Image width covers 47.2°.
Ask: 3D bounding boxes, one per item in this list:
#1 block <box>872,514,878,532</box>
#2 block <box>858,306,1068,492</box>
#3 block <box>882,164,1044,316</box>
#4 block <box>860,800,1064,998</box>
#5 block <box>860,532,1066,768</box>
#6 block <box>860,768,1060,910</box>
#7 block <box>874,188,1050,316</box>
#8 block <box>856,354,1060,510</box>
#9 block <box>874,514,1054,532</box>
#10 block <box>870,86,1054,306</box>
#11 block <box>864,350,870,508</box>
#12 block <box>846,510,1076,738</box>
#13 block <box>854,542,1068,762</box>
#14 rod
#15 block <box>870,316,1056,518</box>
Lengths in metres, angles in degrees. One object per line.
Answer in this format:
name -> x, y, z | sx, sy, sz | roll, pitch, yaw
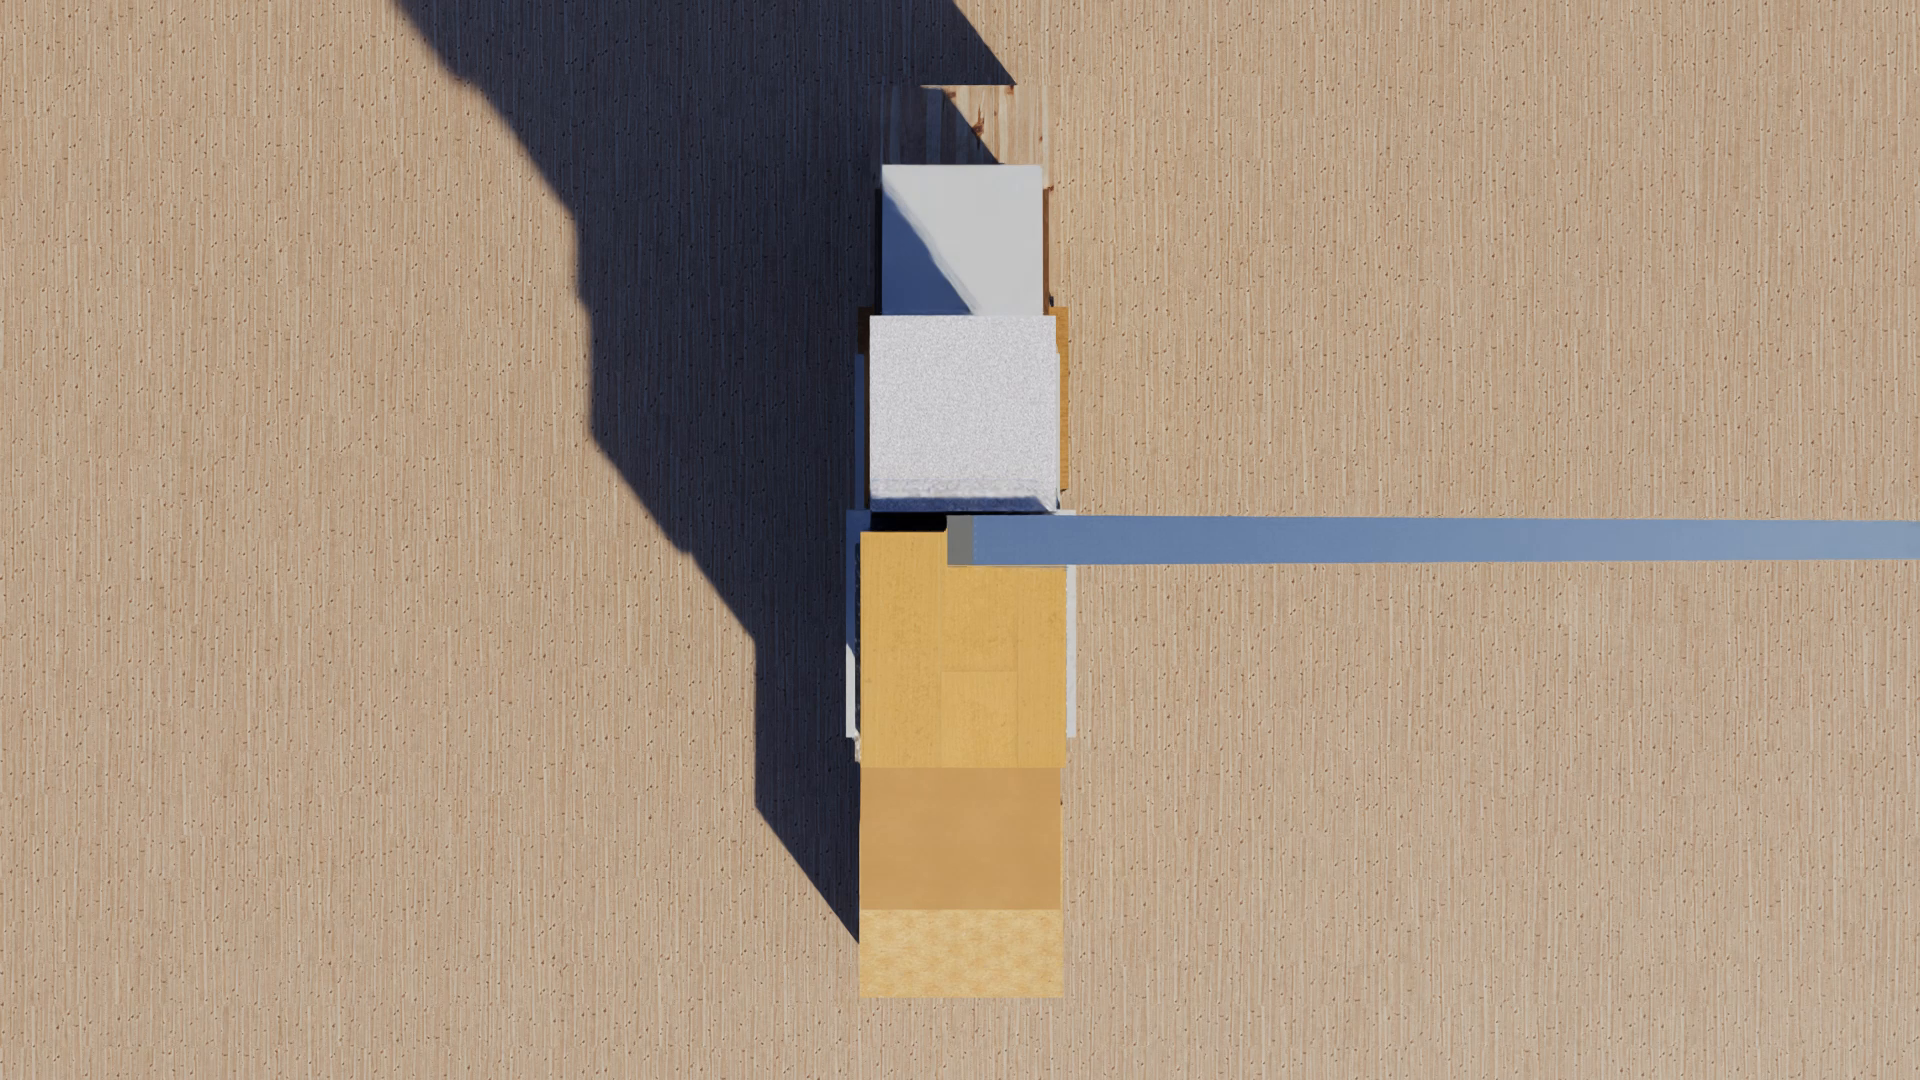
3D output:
block -> 0.009, -0.351, 9.022 | 0.718, 0.741, 0.681 | 0, 89, 0
block -> 0.018, -0.766, 12.422 | 1.134, 1.156, 0.980 | 0, 90, 0
block -> 0.012, -1.324, 10.609 | 0.747, 0.735, 0.785 | 0, 84, 0
block -> 0.007, 1.947, 12.430 | 1.098, 1.139, 1.042 | 0, 90, 0
block -> 0.011, 0.354, 7.481 | 0.666, 0.701, 0.765 | 0, 90, 0
block -> 0.003, 1.294, 10.498 | 0.912, 0.913, 0.792 | 0, 90, 0
block -> 0.010, -1.350, 11.430 | 0.874, 0.834, 0.797 | 0, 88, 0
block -> -0.012, -0.410, 11.390 | 1.018, 0.906, 1.034 | 0, 90, 0
block -> 0.012, -0.408, 8.285 | 0.649, 0.735, 0.746 | 0, 89, 0
block -> 0.011, -1.867, 12.466 | 0.997, 1.068, 1.202 | 0, 90, 0
block -> -0.009, -0.517, 10.587 | 0.874, 0.698, 0.733 | 0, 90, 0
block -> 0.005, 0.378, 10.482 | 1.048, 0.921, 1.035 | 0, 90, 0
block -> 0.004, 0.399, 8.215 | 0.756, 0.766, 0.777 | 0, 90, 0
rod -> 2.234, 0.000, 4.807 | 5.200, 0.080, 0.080 | 0, 90, -31
block -> 0.009, -0.412, 7.601 | 0.616, 0.633, 0.651 | 0, 89, 0
